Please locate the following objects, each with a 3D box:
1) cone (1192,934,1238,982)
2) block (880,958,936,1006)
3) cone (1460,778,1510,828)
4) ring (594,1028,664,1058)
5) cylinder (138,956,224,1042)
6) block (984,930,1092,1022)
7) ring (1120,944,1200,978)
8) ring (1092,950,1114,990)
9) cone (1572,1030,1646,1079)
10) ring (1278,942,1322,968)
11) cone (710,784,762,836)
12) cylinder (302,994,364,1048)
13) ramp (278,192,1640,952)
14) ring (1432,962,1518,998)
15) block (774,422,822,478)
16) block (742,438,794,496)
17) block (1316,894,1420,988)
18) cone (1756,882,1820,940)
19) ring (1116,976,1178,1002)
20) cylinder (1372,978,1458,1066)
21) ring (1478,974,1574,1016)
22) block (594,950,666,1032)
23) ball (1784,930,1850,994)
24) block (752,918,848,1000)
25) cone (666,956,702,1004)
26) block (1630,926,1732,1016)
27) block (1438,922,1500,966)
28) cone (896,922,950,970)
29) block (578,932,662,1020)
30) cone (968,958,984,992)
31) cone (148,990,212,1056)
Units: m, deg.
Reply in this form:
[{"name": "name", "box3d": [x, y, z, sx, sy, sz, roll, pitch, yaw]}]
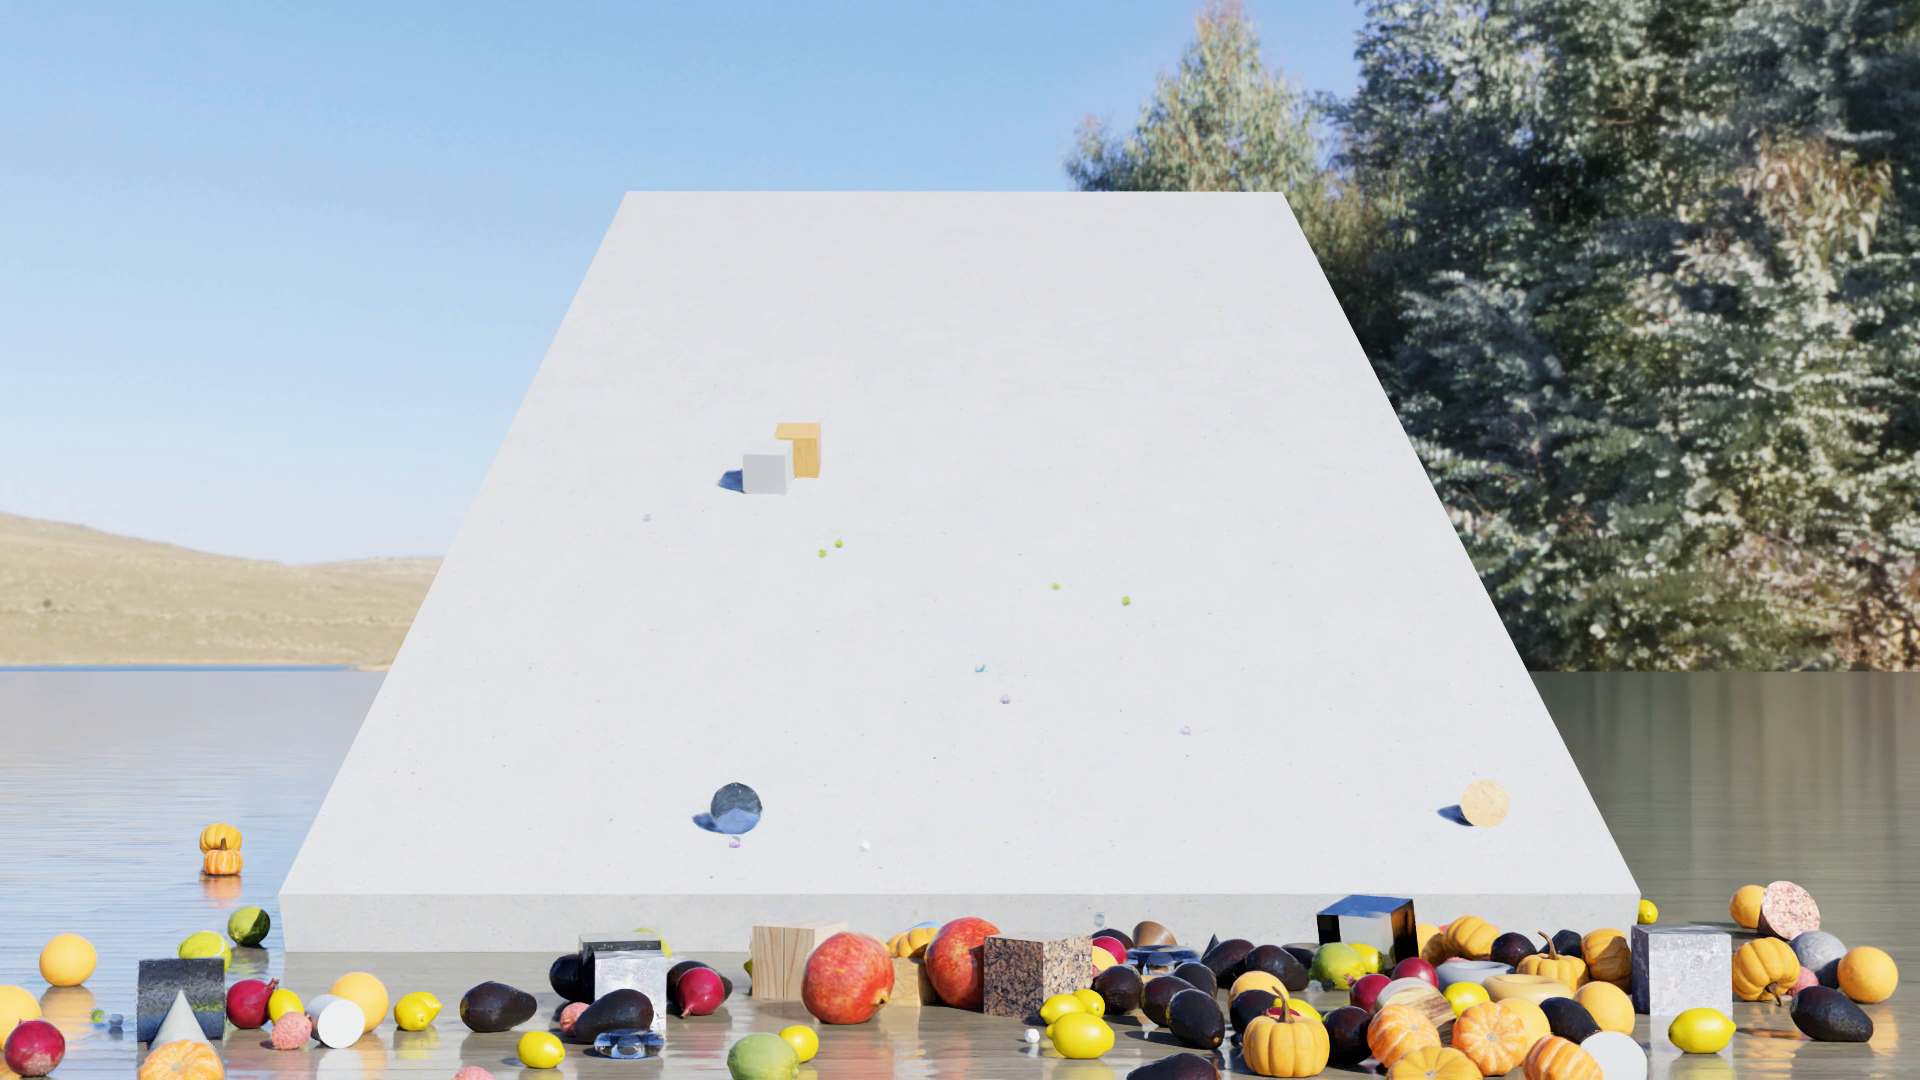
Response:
[{"name": "cone", "box3d": [0.346, 0.565, 3.149, 0.061, 0.061, 0.061, 0, -3, 0]}, {"name": "block", "box3d": [-0.065, 0.557, 2.925, 0.052, 0.052, 0.052, -1, -3, 25]}, {"name": "cone", "box3d": [0.811, 0.410, 3.615, 0.075, 0.075, 0.075, 0, -6, 1]}, {"name": "ring", "box3d": [-0.362, 0.550, 2.532, 0.076, 0.025, 0.076, 0, -4, 0]}, {"name": "cylinder", "box3d": [-0.885, 0.522, 2.634, 0.092, 0.092, 0.092, 1, -3, -18]}, {"name": "block", "box3d": [0.096, 0.531, 2.832, 0.094, 0.094, 0.094, -3, -4, 42]}, {"name": "ring", "box3d": [0.275, 0.579, 3.177, 0.113, 0.038, 0.113, -1, -3, 0]}, {"name": "ring", "box3d": [0.135, 0.569, 3.066, 0.139, 0.046, 0.139, 1, -4, 0]}, {"name": "cone", "box3d": [0.650, 0.534, 2.297, 0.072, 0.072, 0.072, -2, -31, 26]}, {"name": "ring", "box3d": [0.492, 0.588, 3.276, 0.087, 0.029, 0.087, 0, -2, 0]}, {"name": "cone", "box3d": [-0.349, 0.415, 3.594, 0.080, 0.080, 0.080, 0, -2, -8]}, {"name": "cylinder", "box3d": [-0.702, 0.539, 2.597, 0.053, 0.053, 0.053, 2, -5, -34]}, {"name": "ramp", "box3d": [-0.008, -0.226, 5.255, 2.000, 0.100, 4.000, 0, 23, 0]}, {"name": "ring", "box3d": [0.667, 0.569, 2.994, 0.114, 0.038, 0.114, -1, -3, 0]}, {"name": "block", "box3d": [-0.345, -0.190, 4.928, 0.092, 0.092, 0.092, 1, 23, 1]}, {"name": "block", "box3d": [-0.401, -0.153, 4.844, 0.090, 0.090, 0.090, 3, 23, 6]}, {"name": "block", "box3d": [0.548, 0.538, 3.108, 0.095, 0.095, 0.095, -3, 7, 39]}, {"name": "cone", "box3d": [1.274, 0.599, 3.629, 0.099, 0.099, 0.099, 1, -30, -16]}, {"name": "ring", "box3d": [0.238, 0.572, 2.950, 0.080, 0.027, 0.080, 1, -2, 0]}, {"name": "cylinder", "box3d": [0.489, 0.519, 2.496, 0.083, 0.083, 0.083, 0, -3, 6]}, {"name": "ring", "box3d": [0.697, 0.560, 2.853, 0.117, 0.039, 0.117, 1, -2, 0]}, {"name": "block", "box3d": [-0.392, 0.533, 2.743, 0.082, 0.082, 0.082, 1, -3, -10]}, {"name": "ball", "box3d": [1.109, 0.547, 2.998, 0.081, 0.081, 0.081, 0, -3, 0]}, {"name": "block", "box3d": [-0.207, 0.542, 2.997, 0.090, 0.090, 0.090, -1, -3, 25]}, {"name": "cone", "box3d": [-0.355, 0.571, 2.949, 0.064, 0.064, 0.064, 0, -30, 4]}, {"name": "block", "box3d": [0.890, 0.531, 2.862, 0.098, 0.098, 0.098, 0, -3, 3]}, {"name": "block", "box3d": [0.710, 0.569, 3.228, 0.062, 0.062, 0.062, -2, -4, 36]}, {"name": "cone", "box3d": [-0.066, 0.546, 3.147, 0.077, 0.077, 0.077, -2, -24, 32]}, {"name": "block", "box3d": [-0.416, 0.532, 2.829, 0.093, 0.093, 0.093, 1, -3, -12]}, {"name": "cone", "box3d": [0.040, 0.562, 3.050, 0.057, 0.057, 0.057, 0, -3, 0]}, {"name": "cone", "box3d": [-0.863, 0.530, 2.562, 0.067, 0.067, 0.067, 0, -3, 0]}]
